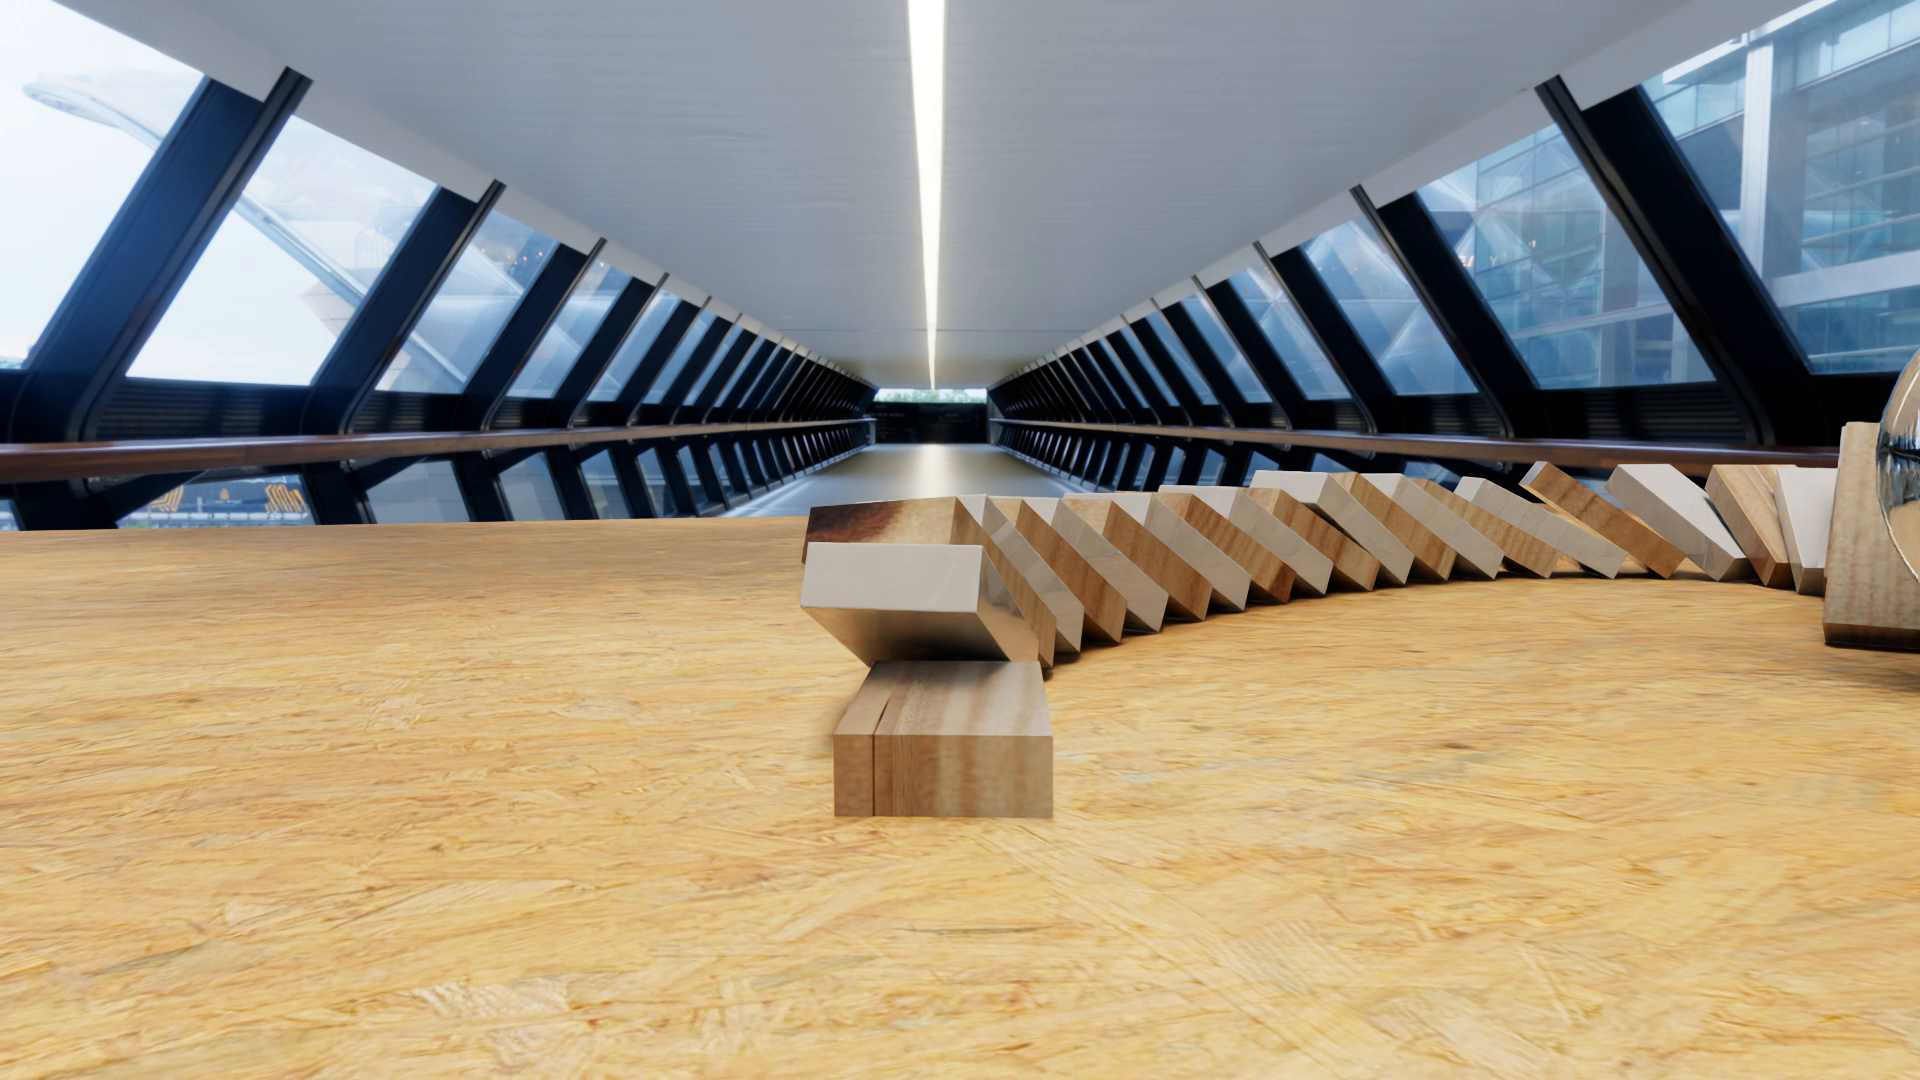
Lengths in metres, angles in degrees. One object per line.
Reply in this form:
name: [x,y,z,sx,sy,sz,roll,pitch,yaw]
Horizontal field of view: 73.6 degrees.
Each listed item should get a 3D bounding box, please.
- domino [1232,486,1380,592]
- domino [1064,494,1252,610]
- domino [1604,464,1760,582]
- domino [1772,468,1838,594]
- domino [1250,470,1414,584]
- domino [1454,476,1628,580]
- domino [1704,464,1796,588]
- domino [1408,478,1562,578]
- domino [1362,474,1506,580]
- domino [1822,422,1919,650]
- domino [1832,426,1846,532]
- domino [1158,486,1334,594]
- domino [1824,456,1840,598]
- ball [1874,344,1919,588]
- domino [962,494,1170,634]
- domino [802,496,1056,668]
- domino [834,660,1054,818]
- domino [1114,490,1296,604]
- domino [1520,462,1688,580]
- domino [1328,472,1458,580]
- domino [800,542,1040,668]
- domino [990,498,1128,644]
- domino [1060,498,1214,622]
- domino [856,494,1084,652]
domino: [0.094,0.000,0.365,0.050,0.010,0.025,29,-14,-35]
domino: [0.048,0.003,0.316,0.025,0.009,0.050,2,-22,42]
domino: [0.237,-0.006,0.415,0.025,0.009,0.050,-2,38,-24]
domino: [0.256,-0.003,0.374,0.025,0.009,0.050,2,37,23]
domino: [0.109,-0.004,0.376,0.050,0.009,0.025,34,-17,-35]
domino: [0.187,-0.004,0.417,0.050,0.009,0.025,28,7,4]
domino: [0.253,-0.005,0.396,0.025,0.009,0.050,0,38,6]
domino: [0.164,-0.004,0.414,0.050,0.009,0.025,27,2,-6]
domino: [0.143,-0.004,0.399,0.050,0.010,0.025,31,-11,-24]
domino: [0.202,-0.002,0.274,0.025,0.050,0.009,4,-27,40]
domino: [0.247,-0.006,0.339,0.025,0.050,0.010,3,-27,37]
domino: [0.077,0.000,0.348,0.050,0.009,0.025,30,-17,-39]
domino: [0.255,-0.006,0.352,0.025,0.050,0.010,4,-37,37]
ball: [0.201,-0.013,0.213,0.080,0.080,0.080,0,4,0]
domino: [0.022,0.006,0.280,0.025,0.010,0.050,3,-22,39]
domino: [-0.003,0.009,0.218,0.025,0.009,0.050,-4,-26,22]
domino: [-0.001,0.025,0.171,0.025,0.009,0.050,0,4,2]
domino: [0.063,0.002,0.334,0.025,0.009,0.050,5,-20,48]
domino: [0.208,-0.007,0.417,0.050,0.010,0.025,37,13,11]
domino: [0.124,-0.004,0.389,0.050,0.009,0.025,32,-15,-28]
domino: [-0.004,0.013,0.199,0.025,0.009,0.050,1,-19,13]
domino: [0.012,0.007,0.260,0.025,0.009,0.050,1,-24,33]
domino: [0.036,0.005,0.299,0.025,0.009,0.050,4,-21,40]
domino: [0.003,0.008,0.238,0.025,0.009,0.050,-3,-26,26]
